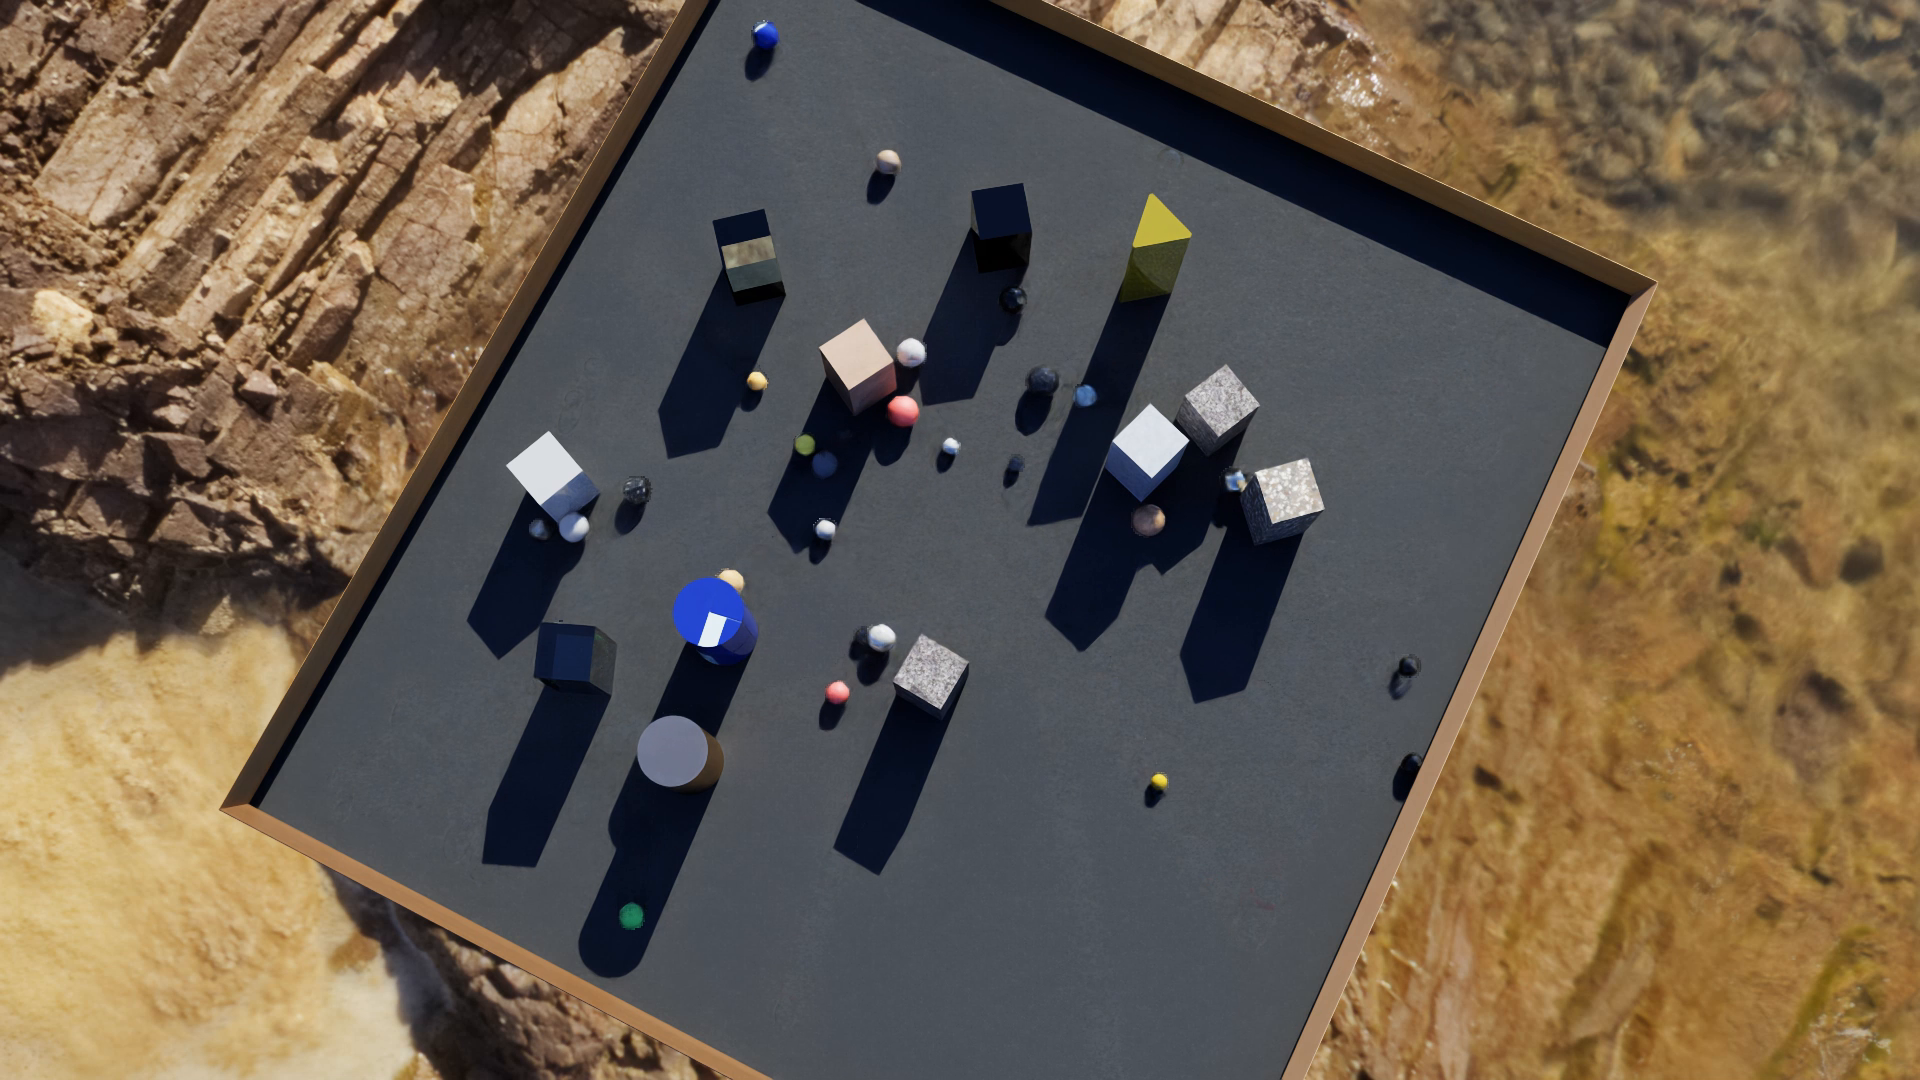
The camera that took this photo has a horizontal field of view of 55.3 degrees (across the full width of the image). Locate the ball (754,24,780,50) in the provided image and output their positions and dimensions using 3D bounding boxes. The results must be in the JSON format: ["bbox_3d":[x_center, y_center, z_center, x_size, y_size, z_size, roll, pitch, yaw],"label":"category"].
[{"bbox_3d":[-0.625,-1.624,5.910,0.083,0.083,0.083,0,78,0],"label":"ball"}]

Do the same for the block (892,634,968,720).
[{"bbox_3d":[-0.083,0.406,5.376,0.159,0.308,0.159,30,80,6],"label":"block"}]

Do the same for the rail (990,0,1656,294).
[{"bbox_3d":[0.743,-1.448,5.849,3.133,0.129,0.045,26,80,5],"label":"rail"}]

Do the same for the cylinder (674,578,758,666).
[{"bbox_3d":[-0.712,0.243,5.368,0.199,0.387,0.199,0,78,0],"label":"cylinder"}]

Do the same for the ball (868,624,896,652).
[{"bbox_3d":[-0.236,0.296,5.510,0.082,0.082,0.082,0,78,0],"label":"ball"}]

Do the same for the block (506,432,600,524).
[{"bbox_3d":[-1.219,-0.183,5.512,0.159,0.280,0.159,-41,81,-8],"label":"block"}]

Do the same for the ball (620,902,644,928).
[{"bbox_3d":[-0.960,1.096,5.353,0.071,0.071,0.071,0,78,0],"label":"ball"}]

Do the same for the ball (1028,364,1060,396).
[{"bbox_3d":[0.259,-0.492,5.668,0.100,0.100,0.100,0,78,0],"label":"ball"}]

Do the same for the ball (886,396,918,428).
[{"bbox_3d":[-0.177,-0.396,5.648,0.099,0.099,0.099,0,78,0],"label":"ball"}]

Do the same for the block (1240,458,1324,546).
[{"bbox_3d":[0.957,-0.110,5.473,0.159,0.326,0.159,-15,79,-3],"label":"block"}]

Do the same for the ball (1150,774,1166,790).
[{"bbox_3d":[0.590,0.719,5.443,0.048,0.048,0.048,0,78,0],"label":"ball"}]

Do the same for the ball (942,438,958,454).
[{"bbox_3d":[-0.030,-0.289,5.651,0.049,0.049,0.049,0,78,0],"label":"ball"}]

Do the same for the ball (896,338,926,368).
[{"bbox_3d":[-0.152,-0.581,5.691,0.089,0.089,0.089,0,78,0],"label":"ball"}]

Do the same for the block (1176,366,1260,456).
[{"bbox_3d":[0.780,-0.390,5.570,0.159,0.249,0.159,-37,81,-7],"label":"block"}]

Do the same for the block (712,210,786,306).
[{"bbox_3d":[-0.644,-0.863,5.626,0.159,0.332,0.159,-13,79,-3],"label":"block"}]

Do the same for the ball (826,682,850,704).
[{"bbox_3d":[-0.365,0.459,5.487,0.068,0.068,0.068,0,78,0],"label":"ball"}]

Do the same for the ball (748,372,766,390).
[{"bbox_3d":[-0.631,-0.493,5.689,0.058,0.058,0.058,0,78,0],"label":"ball"}]

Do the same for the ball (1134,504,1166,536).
[{"bbox_3d":[0.576,-0.061,5.579,0.097,0.097,0.097,0,78,0],"label":"ball"}]

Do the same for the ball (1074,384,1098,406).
[{"bbox_3d":[0.390,-0.446,5.674,0.069,0.069,0.069,0,78,0],"label":"ball"}]

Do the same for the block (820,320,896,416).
[{"bbox_3d":[-0.307,-0.521,5.575,0.159,0.292,0.159,-34,80,-7],"label":"block"}]

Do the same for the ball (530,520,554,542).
[{"bbox_3d":[-1.273,-0.026,5.586,0.070,0.070,0.070,0,78,0],"label":"ball"}]

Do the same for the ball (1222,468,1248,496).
[{"bbox_3d":[0.843,-0.178,5.611,0.084,0.084,0.084,0,78,0],"label":"ball"}]

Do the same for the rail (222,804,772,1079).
[{"bbox_3d":[-0.743,1.462,5.247,3.133,0.129,0.045,26,80,5],"label":"rail"}]

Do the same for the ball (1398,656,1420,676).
[{"bbox_3d":[1.348,0.380,5.507,0.062,0.062,0.062,0,78,0],"label":"ball"}]

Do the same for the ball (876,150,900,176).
[{"bbox_3d":[-0.229,-1.200,5.825,0.079,0.079,0.079,0,78,0],"label":"ball"}]

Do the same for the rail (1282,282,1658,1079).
[{"bbox_3d":[1.380,0.683,5.408,0.045,0.129,3.369,26,80,5],"label":"rail"}]

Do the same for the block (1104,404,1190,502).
[{"bbox_3d":[0.558,-0.258,5.509,0.159,0.315,0.159,44,82,8],"label":"block"}]

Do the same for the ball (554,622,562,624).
[{"bbox_3d":[-1.220,0.269,5.537,0.047,0.047,0.047,0,78,0],"label":"ball"}]

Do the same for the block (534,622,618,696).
[{"bbox_3d":[-1.123,0.352,5.369,0.159,0.342,0.159,4,78,1],"label":"block"}]

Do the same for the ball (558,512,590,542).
[{"bbox_3d":[-1.175,-0.039,5.579,0.090,0.090,0.090,0,78,0],"label":"ball"}]

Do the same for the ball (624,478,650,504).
[{"bbox_3d":[-0.989,-0.152,5.607,0.080,0.080,0.080,0,78,0],"label":"ball"}]

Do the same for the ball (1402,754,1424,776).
[{"bbox_3d":[1.345,0.667,5.445,0.065,0.065,0.065,0,78,0],"label":"ball"}]

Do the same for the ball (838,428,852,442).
[{"bbox_3d":[-0.356,-0.323,5.660,0.046,0.046,0.046,0,78,0],"label":"ball"}]

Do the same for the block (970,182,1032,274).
[{"bbox_3d":[0.126,-0.961,5.667,0.159,0.292,0.159,-9,78,-2],"label":"block"}]

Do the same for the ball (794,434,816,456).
[{"bbox_3d":[-0.476,-0.292,5.644,0.065,0.065,0.065,0,78,0],"label":"ball"}]

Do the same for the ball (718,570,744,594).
[{"bbox_3d":[-0.696,0.132,5.545,0.087,0.087,0.087,0,78,0],"label":"ball"}]

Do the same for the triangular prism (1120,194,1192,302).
[{"bbox_3d":[0.571,-0.887,5.553,0.172,0.484,0.149,-11,79,-2],"label":"triangular prism"}]

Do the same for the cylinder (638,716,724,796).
[{"bbox_3d":[-0.805,0.627,5.305,0.199,0.356,0.199,0,78,0],"label":"cylinder"}]

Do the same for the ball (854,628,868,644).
[{"bbox_3d":[-0.296,0.289,5.534,0.045,0.045,0.045,0,78,0],"label":"ball"}]

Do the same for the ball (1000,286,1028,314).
[{"bbox_3d":[0.166,-0.752,5.728,0.087,0.087,0.087,0,78,0],"label":"ball"}]

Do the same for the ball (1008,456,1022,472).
[{"bbox_3d":[0.171,-0.234,5.643,0.044,0.044,0.044,0,78,0],"label":"ball"}]

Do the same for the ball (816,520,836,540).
[{"bbox_3d":[-0.411,-0.030,5.591,0.062,0.062,0.062,0,78,0],"label":"ball"}]

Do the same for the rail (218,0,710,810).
[{"bbox_3d":[-1.380,-0.669,5.688,0.045,0.129,3.369,26,80,5],"label":"rail"}]

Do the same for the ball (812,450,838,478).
[{"bbox_3d":[-0.414,-0.233,5.623,0.082,0.082,0.082,0,78,0],"label":"ball"}]
